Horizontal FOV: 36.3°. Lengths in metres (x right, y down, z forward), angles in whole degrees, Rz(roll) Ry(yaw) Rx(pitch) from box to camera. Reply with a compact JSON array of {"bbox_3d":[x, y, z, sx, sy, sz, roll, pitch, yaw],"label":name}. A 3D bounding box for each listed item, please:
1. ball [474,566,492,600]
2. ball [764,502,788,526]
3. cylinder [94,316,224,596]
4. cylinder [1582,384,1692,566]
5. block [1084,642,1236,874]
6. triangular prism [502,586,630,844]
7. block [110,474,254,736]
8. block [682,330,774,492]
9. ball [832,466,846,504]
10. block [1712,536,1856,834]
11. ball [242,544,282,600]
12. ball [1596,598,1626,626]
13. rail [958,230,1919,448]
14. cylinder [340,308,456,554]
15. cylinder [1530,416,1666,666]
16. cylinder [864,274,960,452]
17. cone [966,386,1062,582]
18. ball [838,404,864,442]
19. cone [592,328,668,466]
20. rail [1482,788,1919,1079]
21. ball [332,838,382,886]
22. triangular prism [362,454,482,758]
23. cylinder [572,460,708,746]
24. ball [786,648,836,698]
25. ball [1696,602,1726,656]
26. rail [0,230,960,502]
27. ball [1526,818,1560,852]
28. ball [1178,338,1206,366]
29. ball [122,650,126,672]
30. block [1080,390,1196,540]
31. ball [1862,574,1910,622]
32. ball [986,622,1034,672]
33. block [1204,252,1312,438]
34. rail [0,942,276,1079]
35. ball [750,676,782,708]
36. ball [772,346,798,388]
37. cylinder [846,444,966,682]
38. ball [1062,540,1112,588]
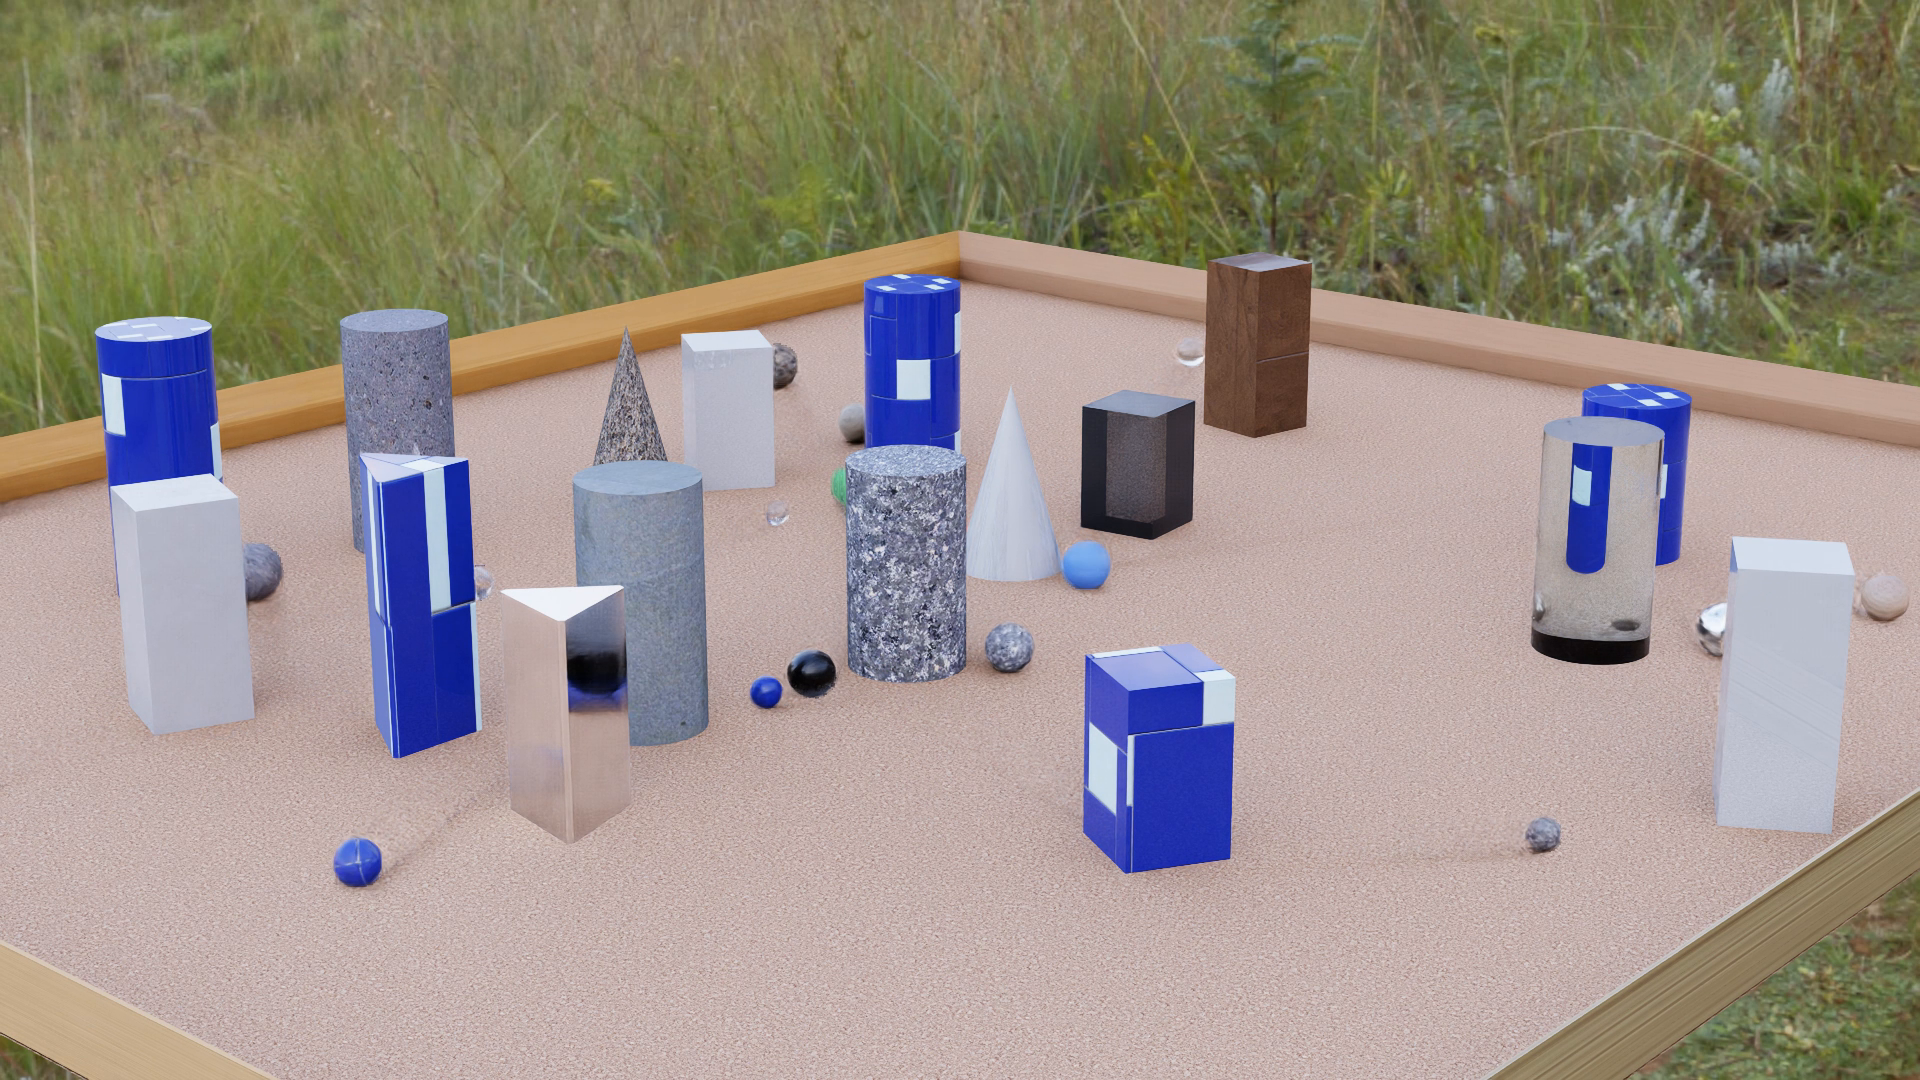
[{"bbox_3d":[-0.841,0.076,5.092,0.059,0.059,0.059,0,17,0],"label":"ball"},{"bbox_3d":[-0.347,-0.049,5.535,0.043,0.043,0.043,0,17,0],"label":"ball"},{"bbox_3d":[-1.381,-0.137,5.090,0.193,0.468,0.193,0,17,0],"label":"cylinder"},{"bbox_3d":[1.222,-0.119,5.334,0.193,0.293,0.193,0,17,0],"label":"cylinder"},{"bbox_3d":[0.270,0.296,4.010,0.155,0.262,0.155,-6,18,-18],"label":"block"},{"bbox_3d":[-0.530,0.233,4.111,0.145,0.325,0.167,-12,21,-35],"label":"triangular prism"},{"bbox_3d":[-1.195,0.097,4.508,0.155,0.355,0.155,-9,19,-28],"label":"block"},{"bbox_3d":[-0.460,-0.257,5.808,0.155,0.283,0.155,-4,17,-14],"label":"block"},{"bbox_3d":[-0.206,-0.105,5.656,0.079,0.079,0.079,0,17,0],"label":"ball"},{"bbox_3d":[1.154,0.202,4.120,0.155,0.378,0.155,3,17,11],"label":"block"},{"bbox_3d":[-1.228,0.056,5.092,0.097,0.097,0.097,0,17,0],"label":"ball"},{"bbox_3d":[1.101,0.122,4.958,0.048,0.048,0.048,0,17,0],"label":"ball"},{"bbox_3d":[1.327,-0.410,6.583,3.567,0.126,0.045,14,22,39],"label":"rail"},{"bbox_3d":[-1.025,-0.197,5.370,0.193,0.420,0.193,0,17,0],"label":"cylinder"},{"bbox_3d":[1.045,0.000,4.810,0.193,0.368,0.193,0,17,0],"label":"cylinder"},{"bbox_3d":[-0.095,-0.330,5.888,0.193,0.376,0.193,0,17,0],"label":"cylinder"},{"bbox_3d":[0.091,-0.114,5.245,0.193,0.335,0.193,0,17,0],"label":"cone"},{"bbox_3d":[-0.215,-0.244,6.119,0.077,0.077,0.077,0,17,0],"label":"ball"},{"bbox_3d":[-0.629,-0.230,5.572,0.193,0.368,0.193,0,17,0],"label":"cone"},{"bbox_3d":[1.329,0.365,4.016,0.045,0.126,4.095,14,22,39],"label":"rail"},{"bbox_3d":[-0.804,0.429,3.911,0.065,0.065,0.065,0,17,0],"label":"ball"},{"bbox_3d":[-0.841,0.089,4.411,0.145,0.428,0.167,14,22,38],"label":"triangular prism"},{"bbox_3d":[-0.483,0.094,4.451,0.193,0.394,0.193,0,17,0],"label":"cylinder"},{"bbox_3d":[-0.234,0.209,4.619,0.077,0.077,0.077,0,17,0],"label":"ball"},{"bbox_3d":[1.252,0.147,4.808,0.087,0.087,0.087,0,17,0],"label":"ball"},{"bbox_3d":[-1.329,-0.302,6.225,0.045,0.126,4.095,14,22,39],"label":"rail"},{"bbox_3d":[0.800,0.405,4.024,0.046,0.046,0.046,0,17,0],"label":"ball"},{"bbox_3d":[0.534,-0.433,6.769,0.064,0.064,0.064,0,17,0],"label":"ball"},{"bbox_3d":[-1.288,0.189,4.666,0.088,0.088,0.088,0,17,0],"label":"ball"},{"bbox_3d":[0.335,-0.143,5.513,0.155,0.235,0.155,11,20,32],"label":"block"},{"bbox_3d":[1.574,0.098,4.983,0.079,0.079,0.079,0,17,0],"label":"ball"},{"bbox_3d":[0.081,0.172,4.736,0.080,0.080,0.080,0,17,0],"label":"ball"},{"bbox_3d":[0.629,-0.415,6.206,0.155,0.355,0.155,-13,21,-37],"label":"block"},{"bbox_3d":[-1.327,0.473,3.657,3.567,0.126,0.045,14,22,39],"label":"rail"},{"bbox_3d":[-0.302,0.236,4.574,0.051,0.051,0.051,0,17,0],"label":"ball"},{"bbox_3d":[-0.411,-0.388,6.569,0.094,0.094,0.094,0,17,0],"label":"ball"},{"bbox_3d":[-0.086,0.037,4.731,0.193,0.343,0.193,0,17,0],"label":"cylinder"},{"bbox_3d":[0.224,0.043,5.155,0.086,0.086,0.086,0,17,0],"label":"ball"}]
